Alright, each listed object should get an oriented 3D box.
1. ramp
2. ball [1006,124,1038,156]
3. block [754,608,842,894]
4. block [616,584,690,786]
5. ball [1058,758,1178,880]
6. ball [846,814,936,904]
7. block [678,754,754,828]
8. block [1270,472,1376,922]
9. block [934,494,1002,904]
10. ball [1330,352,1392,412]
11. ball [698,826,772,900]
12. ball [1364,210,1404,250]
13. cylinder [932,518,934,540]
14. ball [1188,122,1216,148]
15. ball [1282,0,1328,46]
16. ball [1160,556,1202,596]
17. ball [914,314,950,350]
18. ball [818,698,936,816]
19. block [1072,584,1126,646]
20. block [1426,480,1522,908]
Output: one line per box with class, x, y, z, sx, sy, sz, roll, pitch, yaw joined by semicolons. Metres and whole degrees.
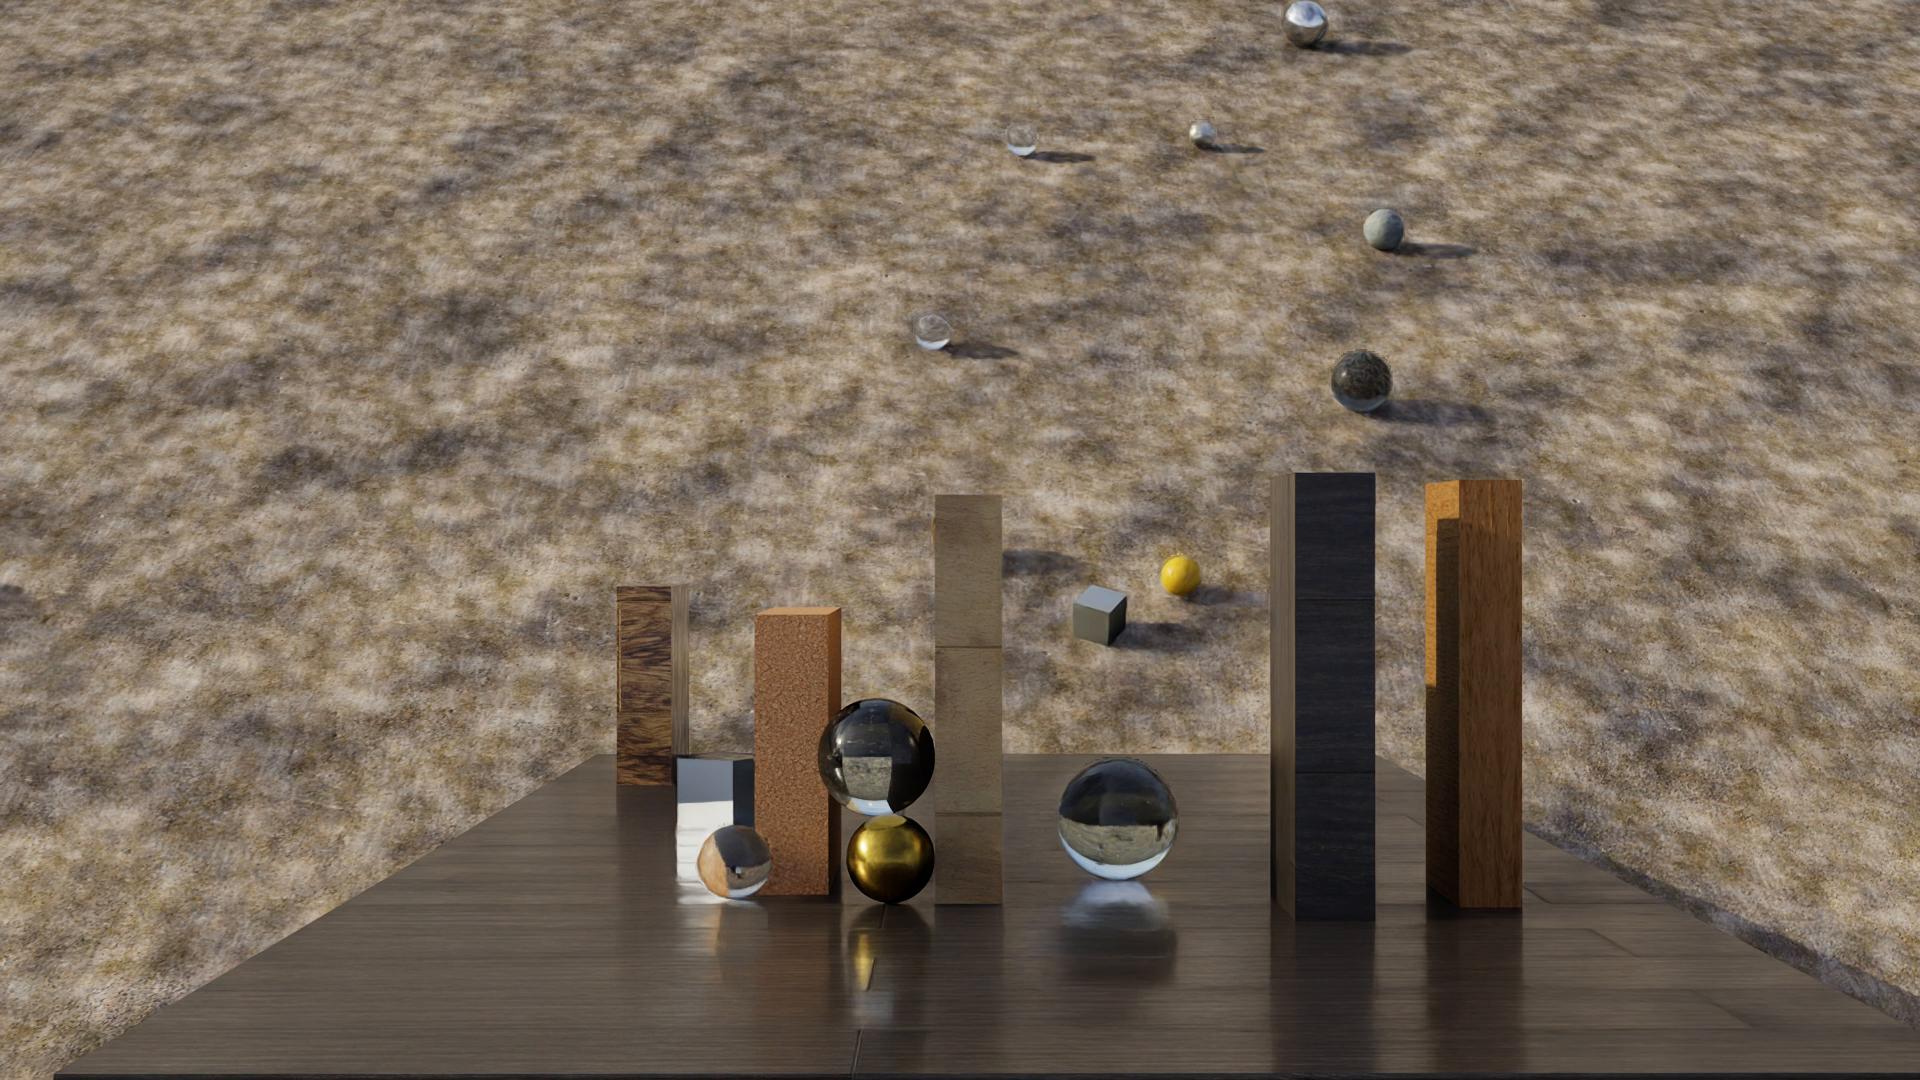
ramp;0.067;0.599;4.659;2.000;0.100;4.000;0;0;0
ball;0.249;-1.614;10.443;0.127;0.127;0.127;0;30;0
block;-0.261;0.332;4.231;0.114;0.434;0.449;0;0;0
block;-0.710;0.327;6.006;0.122;0.446;0.388;0;0;0
ball;0.254;0.451;4.182;0.195;0.195;0.195;0;30;0
ball;-0.105;0.481;3.913;0.135;0.135;0.135;0;30;0
block;-0.454;0.484;4.995;0.130;0.130;0.130;0;0;31
block;0.540;0.226;3.873;0.115;0.645;0.297;0;0;0
block;0.013;0.240;4.116;0.101;0.617;0.420;0;0;0
ball;1.315;-0.517;8.478;0.198;0.198;0.198;0;30;0
ball;-0.345;0.493;3.956;0.113;0.113;0.113;0;30;0
ball;1.577;-1.156;9.630;0.150;0.150;0.150;0;30;0
cylinder;-0.003;-0.004;7.649;0.138;0.138;0.138;-6;31;-8
ball;0.984;-1.648;10.521;0.108;0.108;0.108;0;30;0
ball;1.542;-2.310;11.571;0.204;0.204;0.204;0;30;0
ball;0.640;0.105;7.483;0.117;0.117;0.117;0;30;0
ball;-0.094;-0.714;8.892;0.125;0.125;0.125;0;30;0
ball;-0.128;0.332;3.957;0.181;0.181;0.181;0;30;0
block;0.394;0.213;7.301;0.112;0.112;0.112;16;34;25
block;0.792;0.229;4.001;0.094;0.638;0.277;0;0;0
